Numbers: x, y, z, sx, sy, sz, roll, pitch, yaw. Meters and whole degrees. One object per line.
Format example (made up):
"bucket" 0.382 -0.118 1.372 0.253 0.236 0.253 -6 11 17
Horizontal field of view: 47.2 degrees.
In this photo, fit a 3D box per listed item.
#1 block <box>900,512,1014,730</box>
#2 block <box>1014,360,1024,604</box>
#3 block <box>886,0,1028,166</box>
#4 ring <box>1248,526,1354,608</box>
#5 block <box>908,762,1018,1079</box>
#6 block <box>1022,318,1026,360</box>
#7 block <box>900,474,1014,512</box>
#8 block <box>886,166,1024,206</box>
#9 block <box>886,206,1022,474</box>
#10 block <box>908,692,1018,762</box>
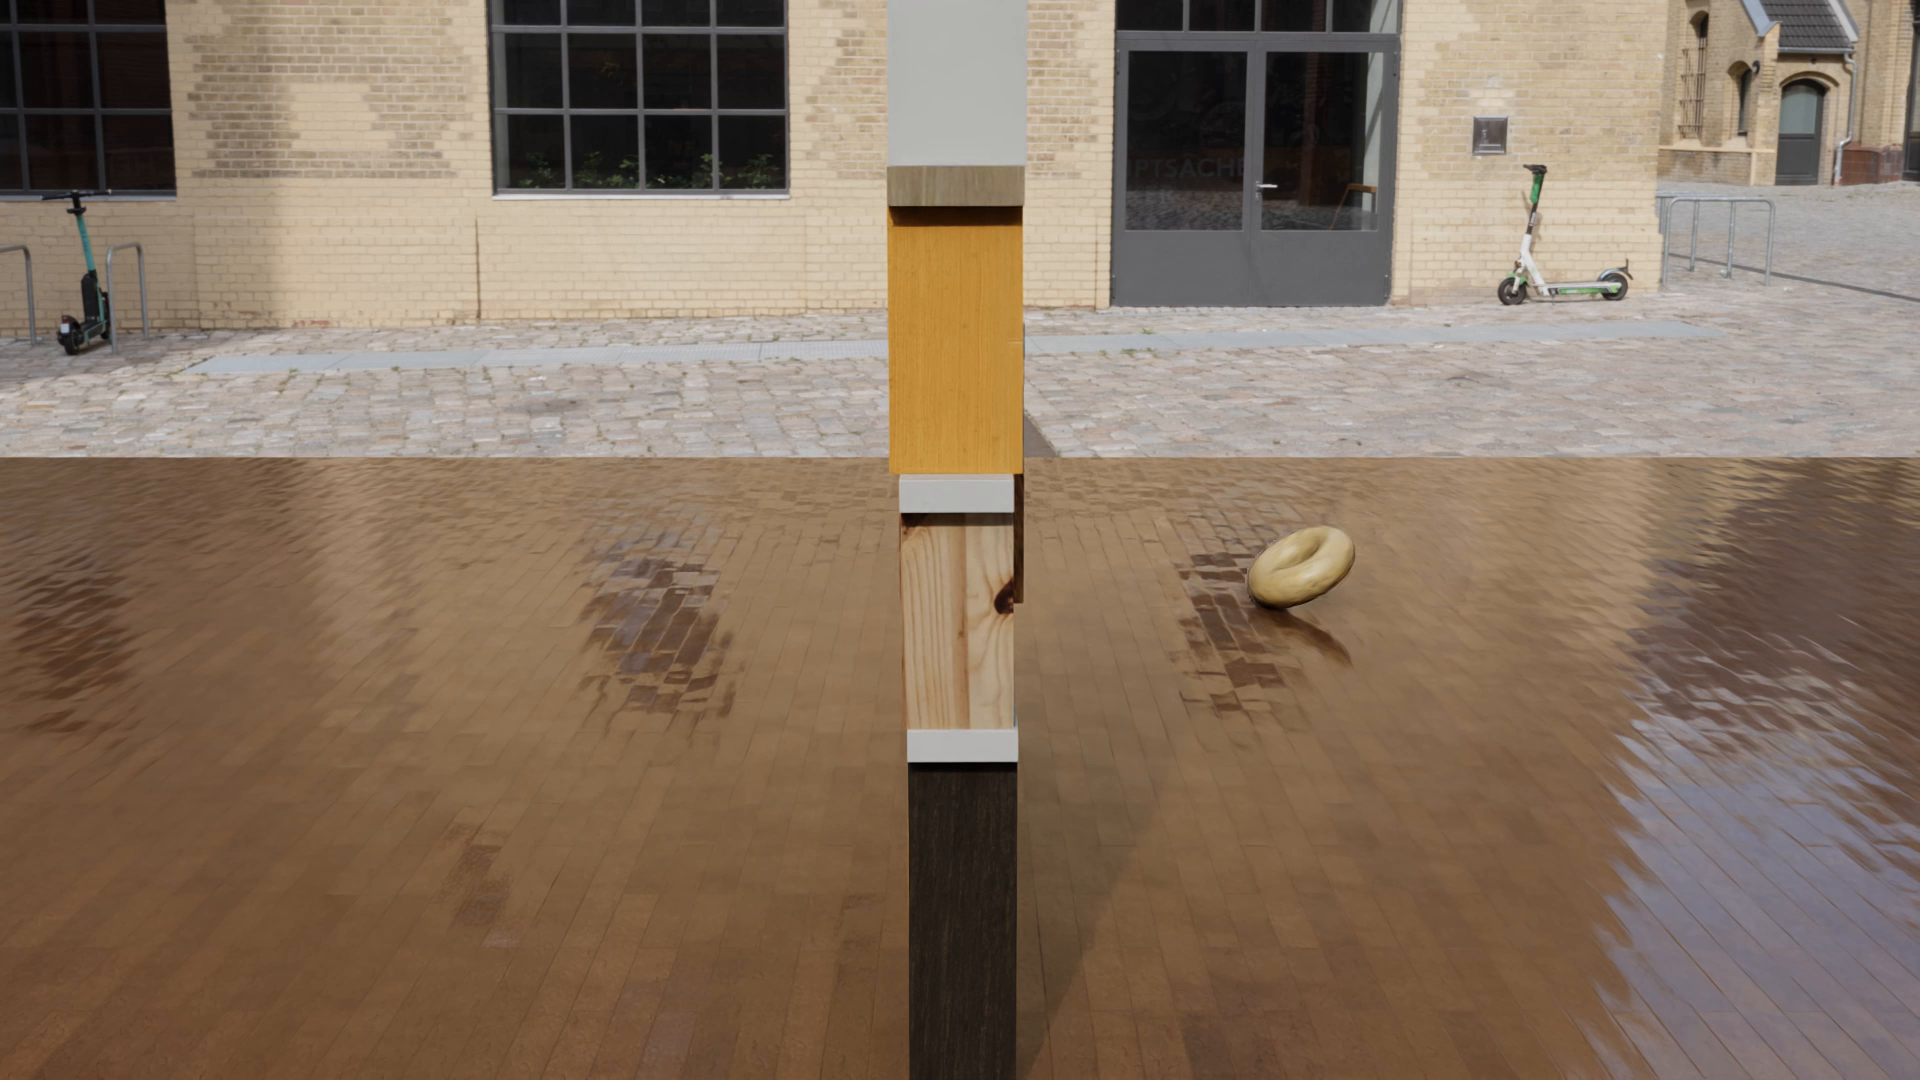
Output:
"block" -0.003 0.097 2.771 0.141 0.282 0.040 0 10 0
"block" 0.002 -0.089 3.182 0.179 0.358 0.051 0 10 0
"block" -0.004 -0.649 2.736 0.173 0.361 0.049 0 10 0
"ring" 0.914 0.072 5.892 0.306 0.102 0.306 -27 19 10
"block" 0.004 0.502 2.860 0.139 0.468 0.040 0 10 0
"block" 0.001 -0.312 3.261 0.179 0.051 0.358 0 11 0
"block" -0.004 -0.078 2.835 0.141 0.040 0.282 0 10 0
"block" -0.005 -0.456 2.815 0.166 0.047 0.332 0 10 0
"block" -0.006 -0.250 2.740 0.166 0.332 0.047 0 10 0
"block" 0.004 0.236 2.906 0.140 0.040 0.279 0 10 0
